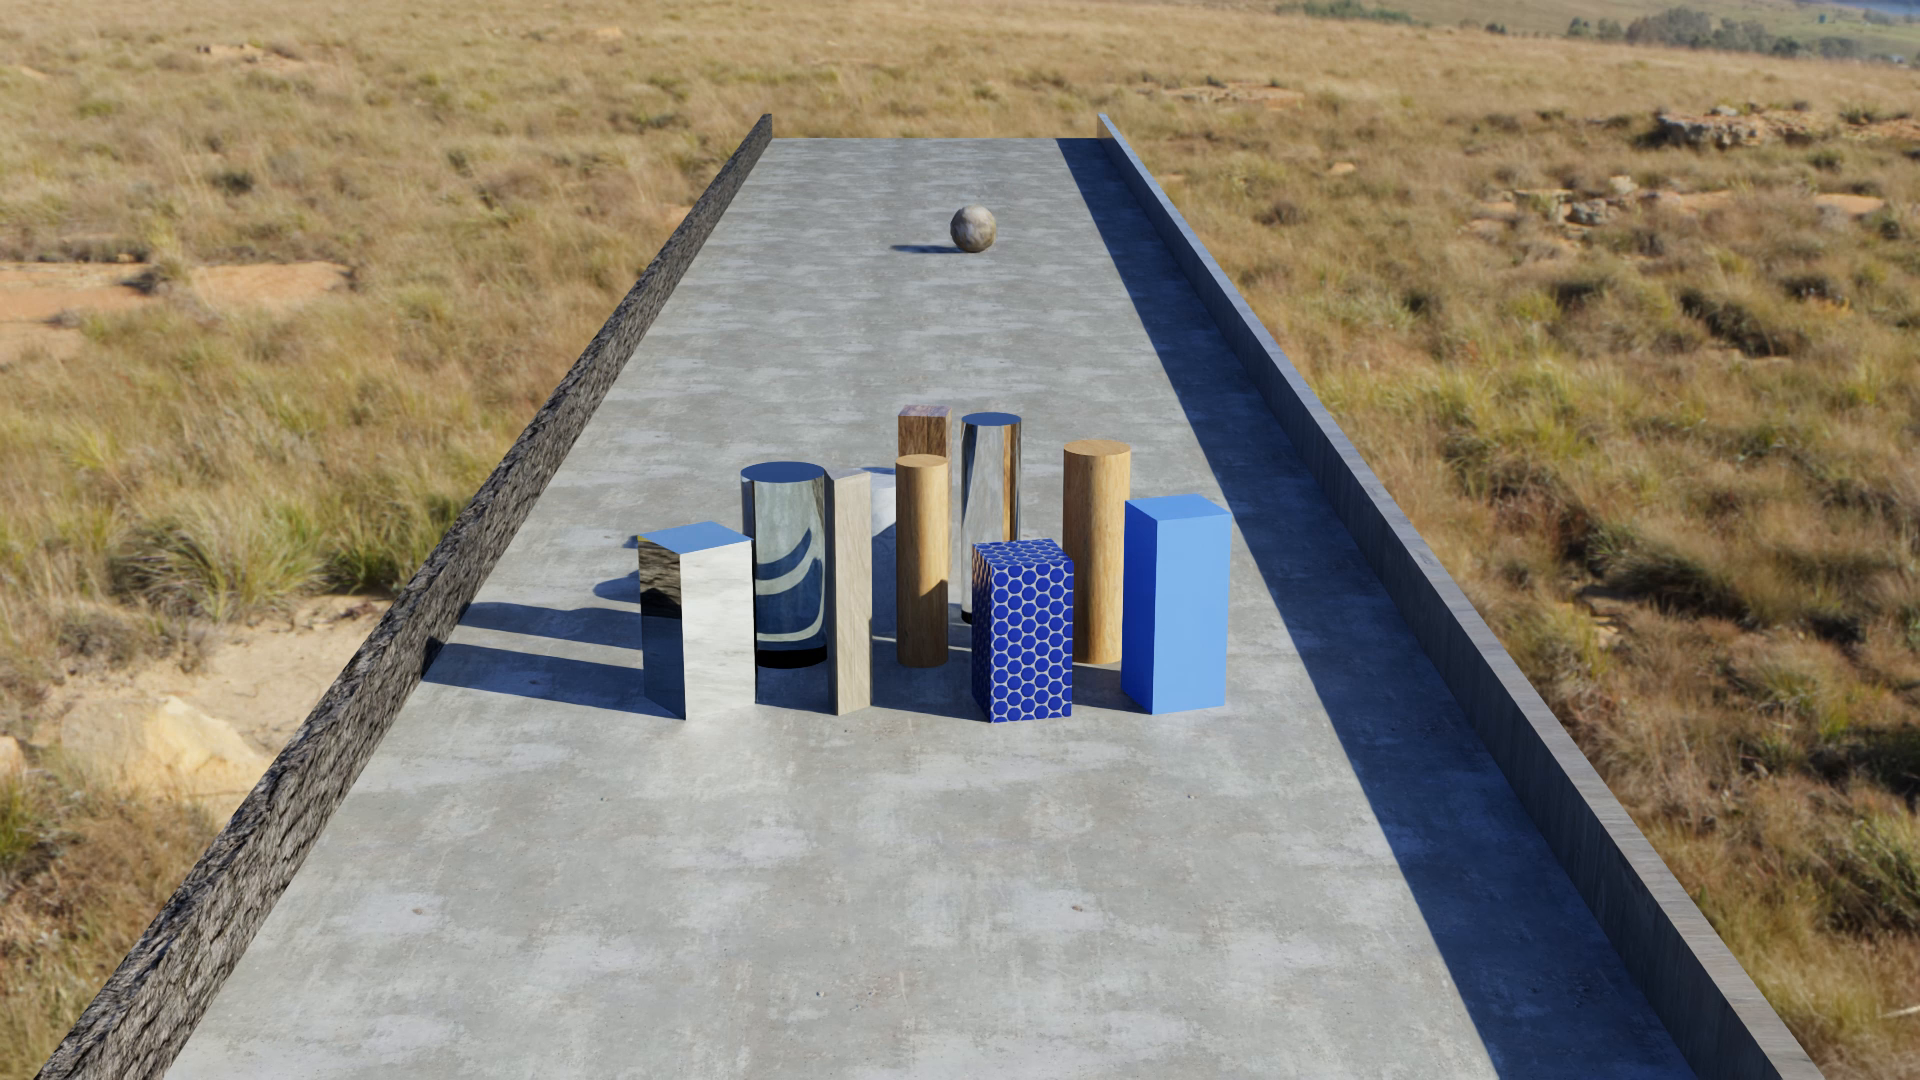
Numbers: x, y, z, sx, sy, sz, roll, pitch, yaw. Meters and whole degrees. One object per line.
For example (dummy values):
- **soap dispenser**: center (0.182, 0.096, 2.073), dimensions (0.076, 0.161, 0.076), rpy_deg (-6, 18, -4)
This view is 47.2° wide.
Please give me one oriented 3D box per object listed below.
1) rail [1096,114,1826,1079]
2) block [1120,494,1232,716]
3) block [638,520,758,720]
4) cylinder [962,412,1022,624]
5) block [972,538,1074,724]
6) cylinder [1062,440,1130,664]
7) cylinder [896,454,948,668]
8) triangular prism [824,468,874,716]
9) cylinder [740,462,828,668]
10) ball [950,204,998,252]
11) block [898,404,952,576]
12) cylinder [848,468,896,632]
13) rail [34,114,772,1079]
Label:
- **rail**: center (0.932, -0.844, 7.801), dimensions (0.050, 0.150, 12.000), rpy_deg (0, 17, -1)
- **block**: center (0.407, 0.120, 4.160), dimensions (0.150, 0.379, 0.150), rpy_deg (-6, 17, -19)
- **block**: center (-0.494, 0.150, 4.154), dimensions (0.159, 0.324, 0.159), rpy_deg (-12, 20, -35)
- **cylinder**: center (0.065, -0.043, 4.611), dimensions (0.124, 0.433, 0.124), rpy_deg (0, 17, 0)
- **block**: center (0.115, 0.169, 4.129), dimensions (0.155, 0.302, 0.155), rpy_deg (-4, 17, -12)
- **cylinder**: center (0.271, 0.023, 4.394), dimensions (0.132, 0.430, 0.132), rpy_deg (0, 17, 0)
- **cylinder**: center (-0.075, 0.042, 4.362), dimensions (0.103, 0.412, 0.103), rpy_deg (0, 17, 0)
- **triangular prism**: center (-0.224, 0.093, 4.111), dimensions (0.089, 0.458, 0.077), rpy_deg (-15, 22, -41)
- **cylinder**: center (-0.349, 0.049, 4.391), dimensions (0.168, 0.382, 0.168), rpy_deg (0, 17, 0)
- **ball**: center (0.058, -1.317, 9.304), dimensions (0.200, 0.200, 0.200), rpy_deg (0, 17, 0)
- **block**: center (-0.076, -0.103, 4.908), dimensions (0.105, 0.380, 0.105), rpy_deg (2, 17, 7)
- **cylinder**: center (-0.184, 0.019, 4.619), dimensions (0.180, 0.310, 0.180), rpy_deg (0, 17, 0)
- **rail**: center (-1.118, -0.838, 7.780), dimensions (0.050, 0.150, 12.000), rpy_deg (0, 17, -1)
